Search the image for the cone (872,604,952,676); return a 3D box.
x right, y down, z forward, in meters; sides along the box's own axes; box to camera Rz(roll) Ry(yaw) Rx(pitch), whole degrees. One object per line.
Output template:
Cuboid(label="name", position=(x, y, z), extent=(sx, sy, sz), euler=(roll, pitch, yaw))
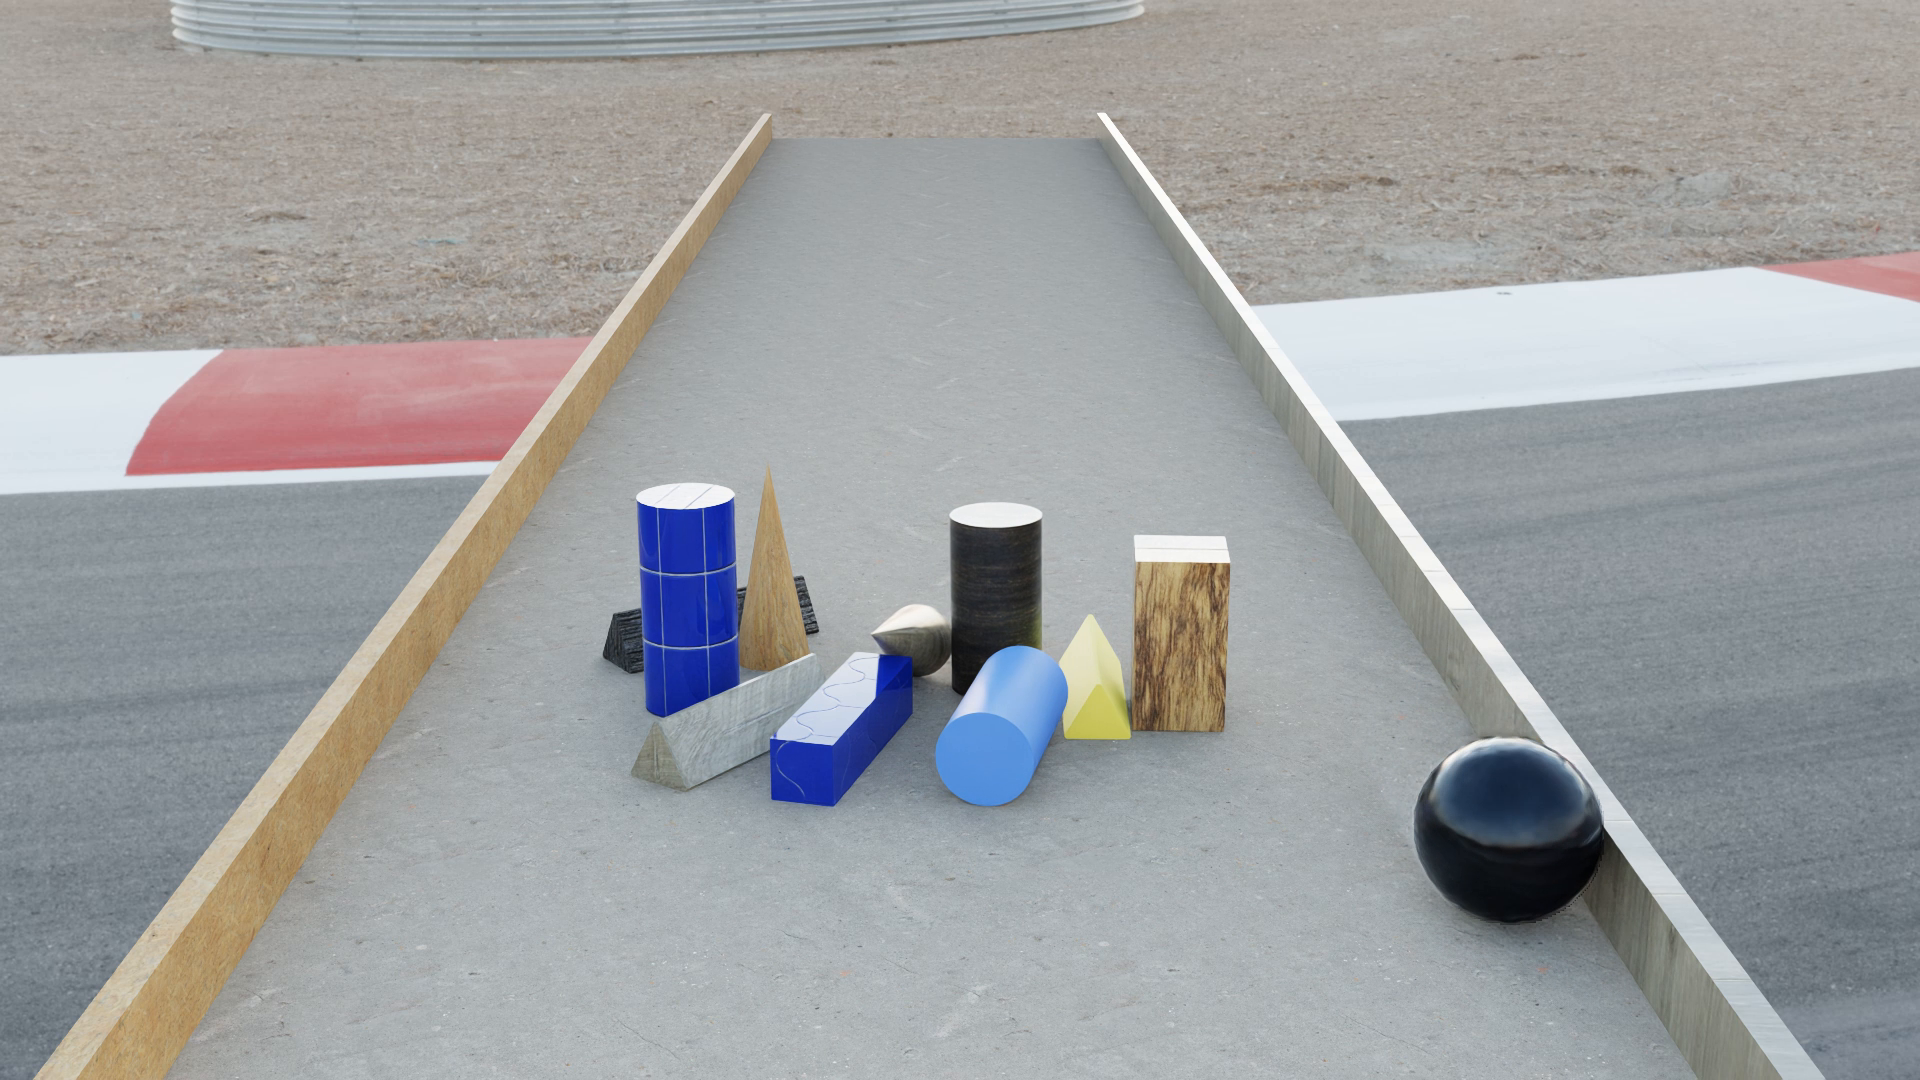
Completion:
Cuboid(label="cone", position=(-0.121, 0.182, 4.122), extent=(0.142, 0.142, 0.420), euler=(3, -4, 11))

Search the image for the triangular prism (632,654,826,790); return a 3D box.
Cuboid(label="triangular prism", position=(-0.397, 0.316, 3.958), extent=(0.129, 0.112, 0.432), euler=(11, 20, 33))

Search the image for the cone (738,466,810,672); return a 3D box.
Cuboid(label="cone", position=(-0.377, 0.042, 4.368), extent=(0.153, 0.410, 0.153), euler=(0, 17, 0))

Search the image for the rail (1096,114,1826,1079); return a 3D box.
Cuboid(label="rail", position=(0.932, -0.844, 7.801), extent=(0.050, 0.150, 12.000), euler=(0, 17, -1))

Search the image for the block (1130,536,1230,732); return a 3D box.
Cuboid(label="block", position=(0.406, 0.172, 4.077), extent=(0.169, 0.325, 0.169), euler=(1, 16, 3))

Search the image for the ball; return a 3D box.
Cuboid(label="ball", position=(0.818, 0.432, 3.289), extent=(0.276, 0.276, 0.276), euler=(0, 17, 0))

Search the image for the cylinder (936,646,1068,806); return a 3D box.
Cuboid(label="cylinder", position=(0.078, 0.321, 3.852), extent=(0.169, 0.169, 0.344), euler=(4, 17, 12))

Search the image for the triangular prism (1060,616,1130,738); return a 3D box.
Cuboid(label="triangular prism", position=(0.255, 0.254, 4.182), extent=(0.120, 0.104, 0.397), euler=(0, 17, 1))

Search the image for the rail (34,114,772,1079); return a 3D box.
Cuboid(label="rail", position=(-1.118, -0.838, 7.780), extent=(0.050, 0.150, 12.000), euler=(0, 17, -1))

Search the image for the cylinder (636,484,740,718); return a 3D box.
Cuboid(label="cylinder", position=(-0.507, 0.115, 4.122), extent=(0.180, 0.410, 0.180), euler=(0, 17, 0))

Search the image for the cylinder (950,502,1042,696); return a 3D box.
Cuboid(label="cylinder", position=(0.070, 0.117, 4.227), extent=(0.176, 0.345, 0.176), euler=(0, 16, 0))

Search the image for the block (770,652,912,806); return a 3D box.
Cuboid(label="block", position=(-0.205, 0.330, 3.920), extent=(0.112, 0.112, 0.456), euler=(5, 17, 15))

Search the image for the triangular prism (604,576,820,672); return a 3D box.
Cuboid(label="triangular prism", position=(-0.506, 0.161, 4.489), extent=(0.436, 0.107, 0.123), euler=(-11, 20, -34))
